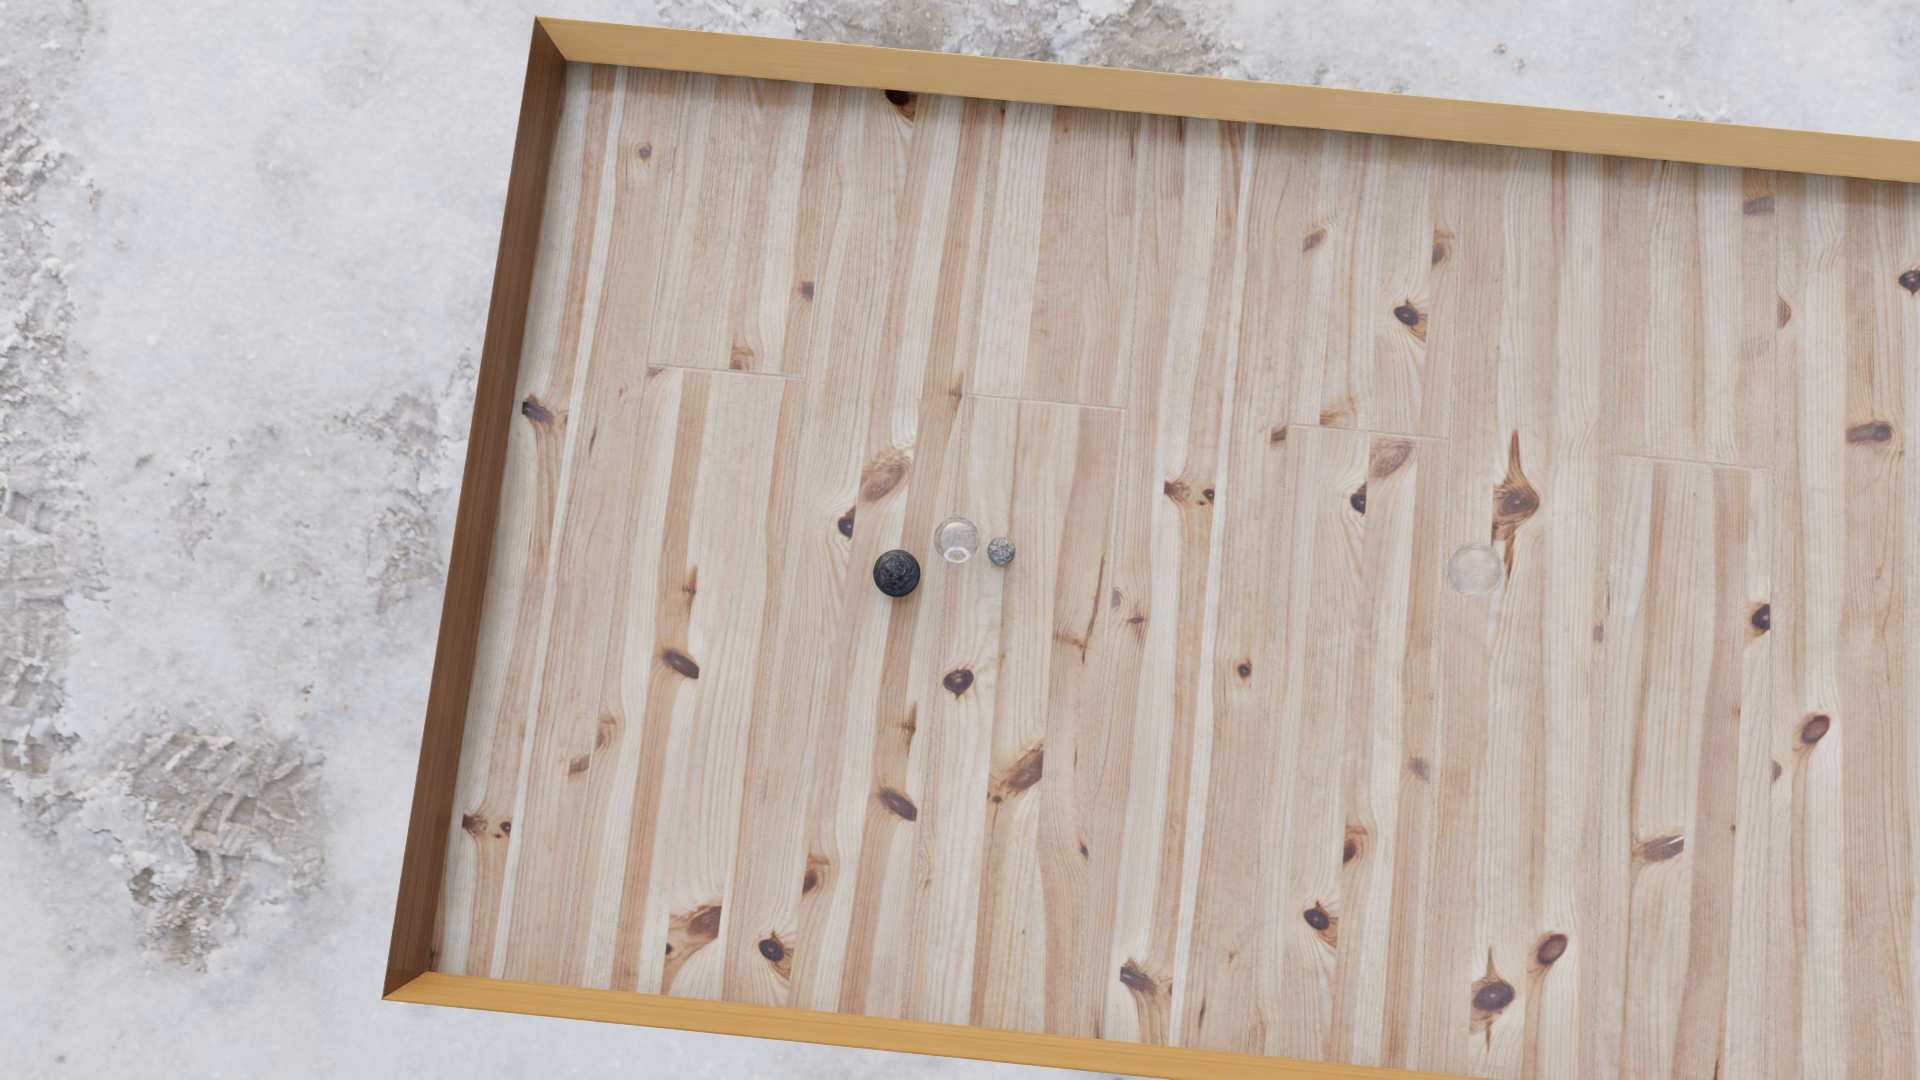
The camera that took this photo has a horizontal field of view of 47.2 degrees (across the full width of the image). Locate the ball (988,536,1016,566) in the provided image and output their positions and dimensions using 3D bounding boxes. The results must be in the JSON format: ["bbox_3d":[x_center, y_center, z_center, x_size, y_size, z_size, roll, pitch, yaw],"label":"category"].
[{"bbox_3d":[0.063,0.017,3.334,0.043,0.043,0.043,0,77,0],"label":"ball"}]

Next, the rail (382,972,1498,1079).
[{"bbox_3d":[0.670,0.779,3.121,2.982,0.103,0.045,5,77,1],"label":"rail"}]

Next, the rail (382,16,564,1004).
[{"bbox_3d":[-0.718,-0.073,3.324,0.045,0.103,1.520,5,77,1],"label":"rail"}]

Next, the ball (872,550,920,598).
[{"bbox_3d":[-0.095,0.050,3.311,0.072,0.072,0.072,0,77,0],"label":"ball"}]

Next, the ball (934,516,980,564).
[{"bbox_3d":[-0.005,0.000,3.324,0.071,0.071,0.071,0,77,0],"label":"ball"}]

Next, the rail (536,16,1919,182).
[{"bbox_3d":[0.814,-0.647,3.461,2.982,0.103,0.045,5,77,1],"label":"rail"}]

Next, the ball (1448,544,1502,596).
[{"bbox_3d":[0.774,0.045,3.309,0.079,0.079,0.079,0,77,0],"label":"ball"}]
